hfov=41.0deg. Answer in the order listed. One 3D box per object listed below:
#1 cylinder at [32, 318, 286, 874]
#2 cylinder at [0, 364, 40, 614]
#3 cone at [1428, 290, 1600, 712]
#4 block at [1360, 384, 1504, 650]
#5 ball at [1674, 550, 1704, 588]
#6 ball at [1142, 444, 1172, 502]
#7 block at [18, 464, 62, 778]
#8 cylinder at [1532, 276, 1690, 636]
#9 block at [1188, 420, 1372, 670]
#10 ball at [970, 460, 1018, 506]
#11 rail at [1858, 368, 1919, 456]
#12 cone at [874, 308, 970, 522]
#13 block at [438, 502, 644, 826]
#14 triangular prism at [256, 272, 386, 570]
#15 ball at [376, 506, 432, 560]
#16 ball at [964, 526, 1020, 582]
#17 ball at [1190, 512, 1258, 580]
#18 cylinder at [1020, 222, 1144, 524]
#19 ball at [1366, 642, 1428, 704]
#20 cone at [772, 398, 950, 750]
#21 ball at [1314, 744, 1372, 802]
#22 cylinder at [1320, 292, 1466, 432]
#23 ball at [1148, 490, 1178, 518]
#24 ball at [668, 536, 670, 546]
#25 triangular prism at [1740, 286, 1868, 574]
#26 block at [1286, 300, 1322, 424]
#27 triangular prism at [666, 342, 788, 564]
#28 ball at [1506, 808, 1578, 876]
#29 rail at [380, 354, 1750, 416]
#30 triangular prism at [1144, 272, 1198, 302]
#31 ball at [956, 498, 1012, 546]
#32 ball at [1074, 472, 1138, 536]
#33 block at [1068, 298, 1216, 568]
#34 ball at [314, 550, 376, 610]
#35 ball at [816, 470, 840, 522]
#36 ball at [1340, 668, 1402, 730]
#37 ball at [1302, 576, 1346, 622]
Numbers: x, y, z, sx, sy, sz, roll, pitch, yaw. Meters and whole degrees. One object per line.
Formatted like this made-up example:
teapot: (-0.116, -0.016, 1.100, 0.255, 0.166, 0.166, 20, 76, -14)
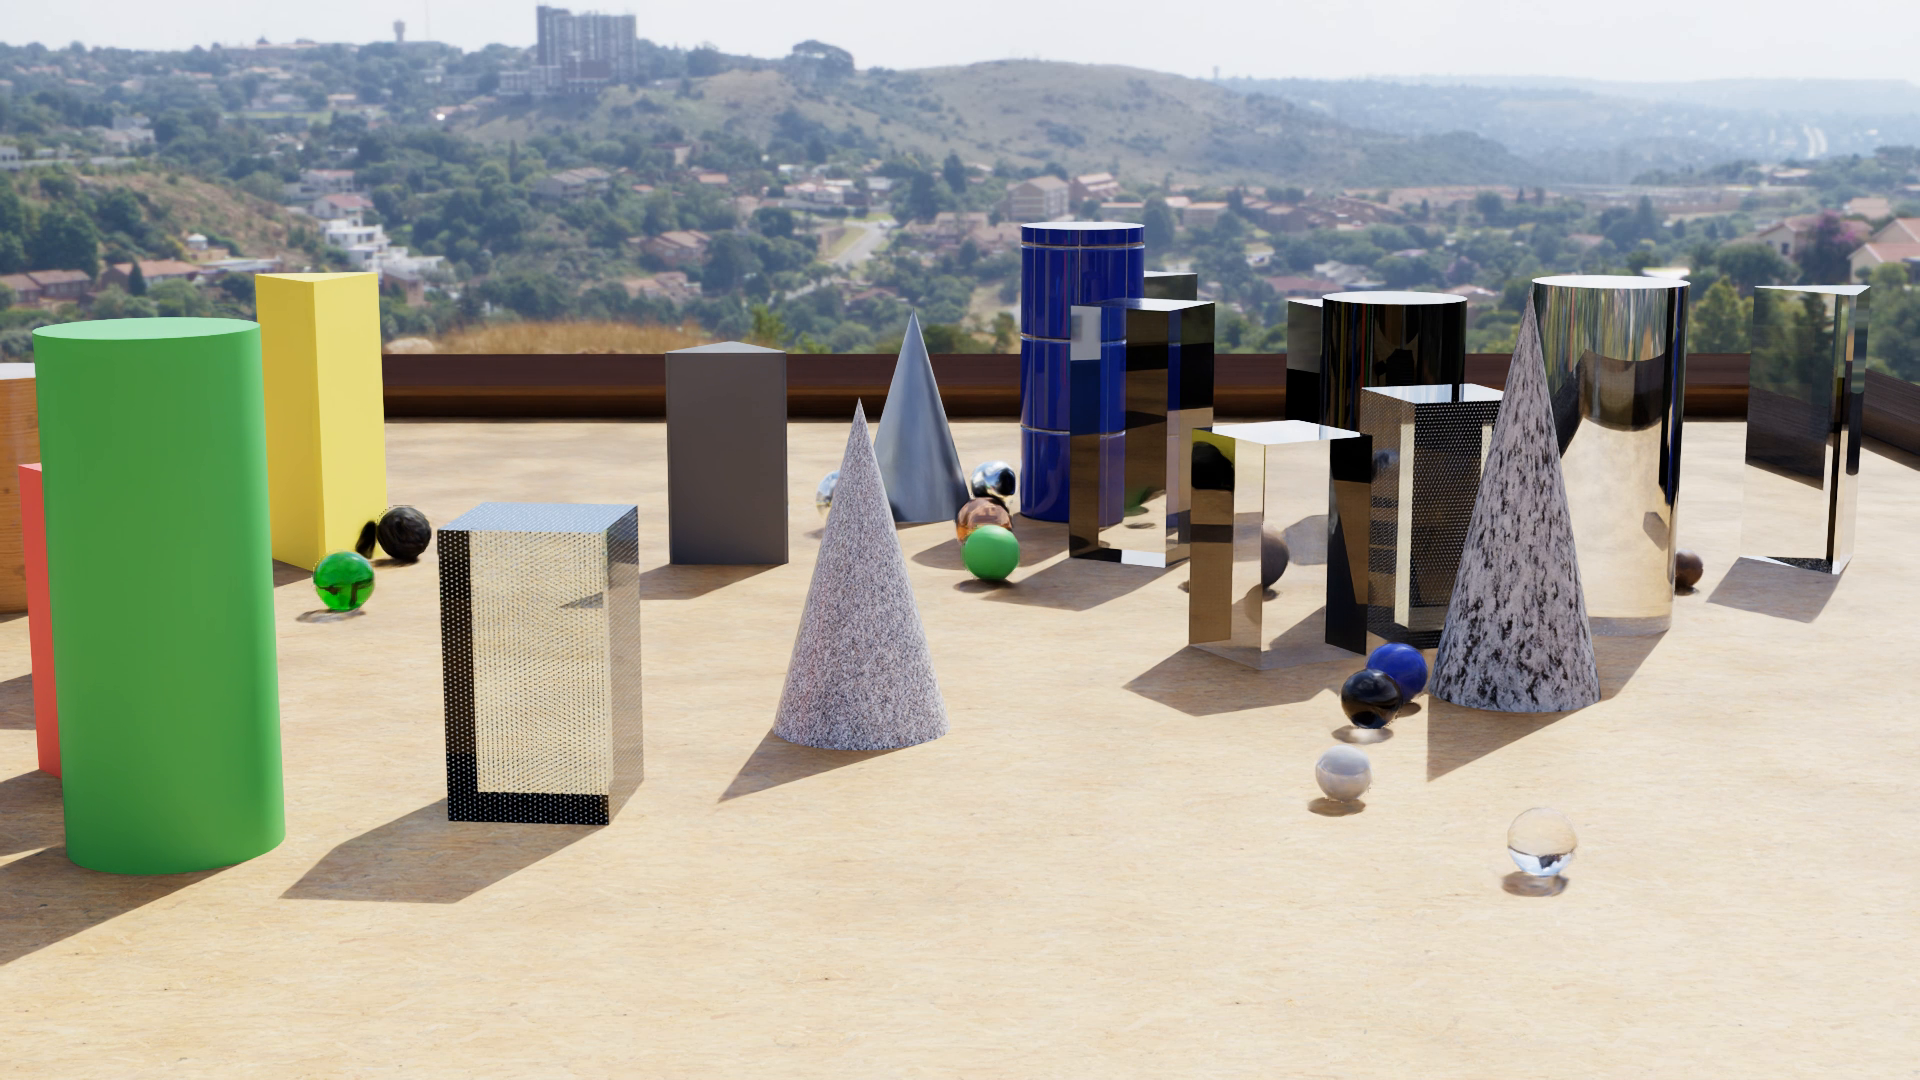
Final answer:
cylinder: (-0.744, 0.047, 2.393, 0.200, 0.490, 0.200, 0, 10, 0)
cylinder: (-1.309, -0.074, 3.519, 0.200, 0.317, 0.200, 0, 10, 0)
cone: (0.653, -0.056, 2.981, 0.200, 0.477, 0.200, 0, 10, 0)
block: (0.619, -0.033, 3.307, 0.160, 0.314, 0.160, -3, 11, -16)
ball: (1.021, 0.041, 3.620, 0.055, 0.055, 0.055, 0, 10, 0)
ball: (0.309, -0.114, 4.335, 0.099, 0.099, 0.099, 0, 10, 0)
block: (-0.854, 0.082, 2.661, 0.160, 0.322, 0.160, -10, 14, -43)
cylinder: (0.846, -0.115, 3.375, 0.200, 0.450, 0.200, 0, 10, 0)
block: (0.399, 0.002, 3.212, 0.160, 0.278, 0.160, -6, 12, -28)
ball: (0.056, -0.093, 4.277, 0.080, 0.080, 0.080, 0, 10, 0)
rail: (1.798, 0.031, 3.459, 0.045, 0.130, 3.955, 0, 10, 0)
cone: (-0.076, -0.213, 4.210, 0.200, 0.340, 0.200, 0, 10, 0)
block: (-0.413, 0.119, 2.551, 0.160, 0.289, 0.160, 1, 11, 5)
triangular prism: (-0.924, -0.180, 3.802, 0.150, 0.423, 0.173, -9, 14, -39)
ball: (-0.829, -0.010, 3.828, 0.079, 0.079, 0.079, 0, 10, 0)
ball: (0.046, 0.019, 3.668, 0.080, 0.080, 0.080, 0, 10, 0)
ball: (0.378, 0.009, 3.670, 0.098, 0.098, 0.098, 0, 10, 0)
cylinder: (0.198, -0.276, 4.184, 0.200, 0.472, 0.200, 0, 10, 0)
ball: (0.505, 0.154, 2.965, 0.071, 0.071, 0.071, 0, 10, 0)
cone: (-0.110, 0.026, 2.830, 0.200, 0.371, 0.200, 0, 10, 0)
ball: (0.385, 0.233, 2.573, 0.057, 0.057, 0.057, 0, 10, 0)
cylinder: (0.605, -0.137, 3.611, 0.200, 0.408, 0.200, 0, 10, 0)
ball: (0.330, -0.058, 4.175, 0.048, 0.048, 0.048, 0, 10, 0)
ball: (-0.418, 0.001, 3.866, 0.043, 0.043, 0.043, 0, 10, 0)
triangular prism: (1.284, -0.170, 3.798, 0.150, 0.405, 0.173, -7, 13, -34)
block: (0.641, -0.214, 4.196, 0.160, 0.347, 0.160, -4, 11, -19)
triangular prism: (-0.345, -0.133, 3.846, 0.173, 0.314, 0.150, 0, 10, -2)
ball: (0.529, 0.275, 2.334, 0.063, 0.063, 0.063, 0, 10, 0)
rail: (-0.011, -0.322, 5.370, 3.643, 0.130, 0.045, 0, 10, 0)
triangular prism: (0.301, -0.285, 4.519, 0.173, 0.370, 0.150, -7, 12, -32)
ball: (0.036, -0.021, 3.871, 0.086, 0.086, 0.086, 0, 10, 0)
ball: (0.229, -0.057, 4.025, 0.100, 0.100, 0.100, 0, 10, 0)
block: (0.273, -0.165, 3.845, 0.160, 0.378, 0.160, 6, 12, 30)
ball: (-0.832, 0.055, 3.469, 0.081, 0.081, 0.081, 0, 10, 0)
ball: (-0.182, -0.065, 4.075, 0.097, 0.097, 0.097, 0, 10, 0)
ball: (0.456, 0.177, 2.851, 0.067, 0.067, 0.067, 0, 10, 0)
ball: (0.483, 0.078, 3.406, 0.060, 0.060, 0.060, 0, 10, 0)
